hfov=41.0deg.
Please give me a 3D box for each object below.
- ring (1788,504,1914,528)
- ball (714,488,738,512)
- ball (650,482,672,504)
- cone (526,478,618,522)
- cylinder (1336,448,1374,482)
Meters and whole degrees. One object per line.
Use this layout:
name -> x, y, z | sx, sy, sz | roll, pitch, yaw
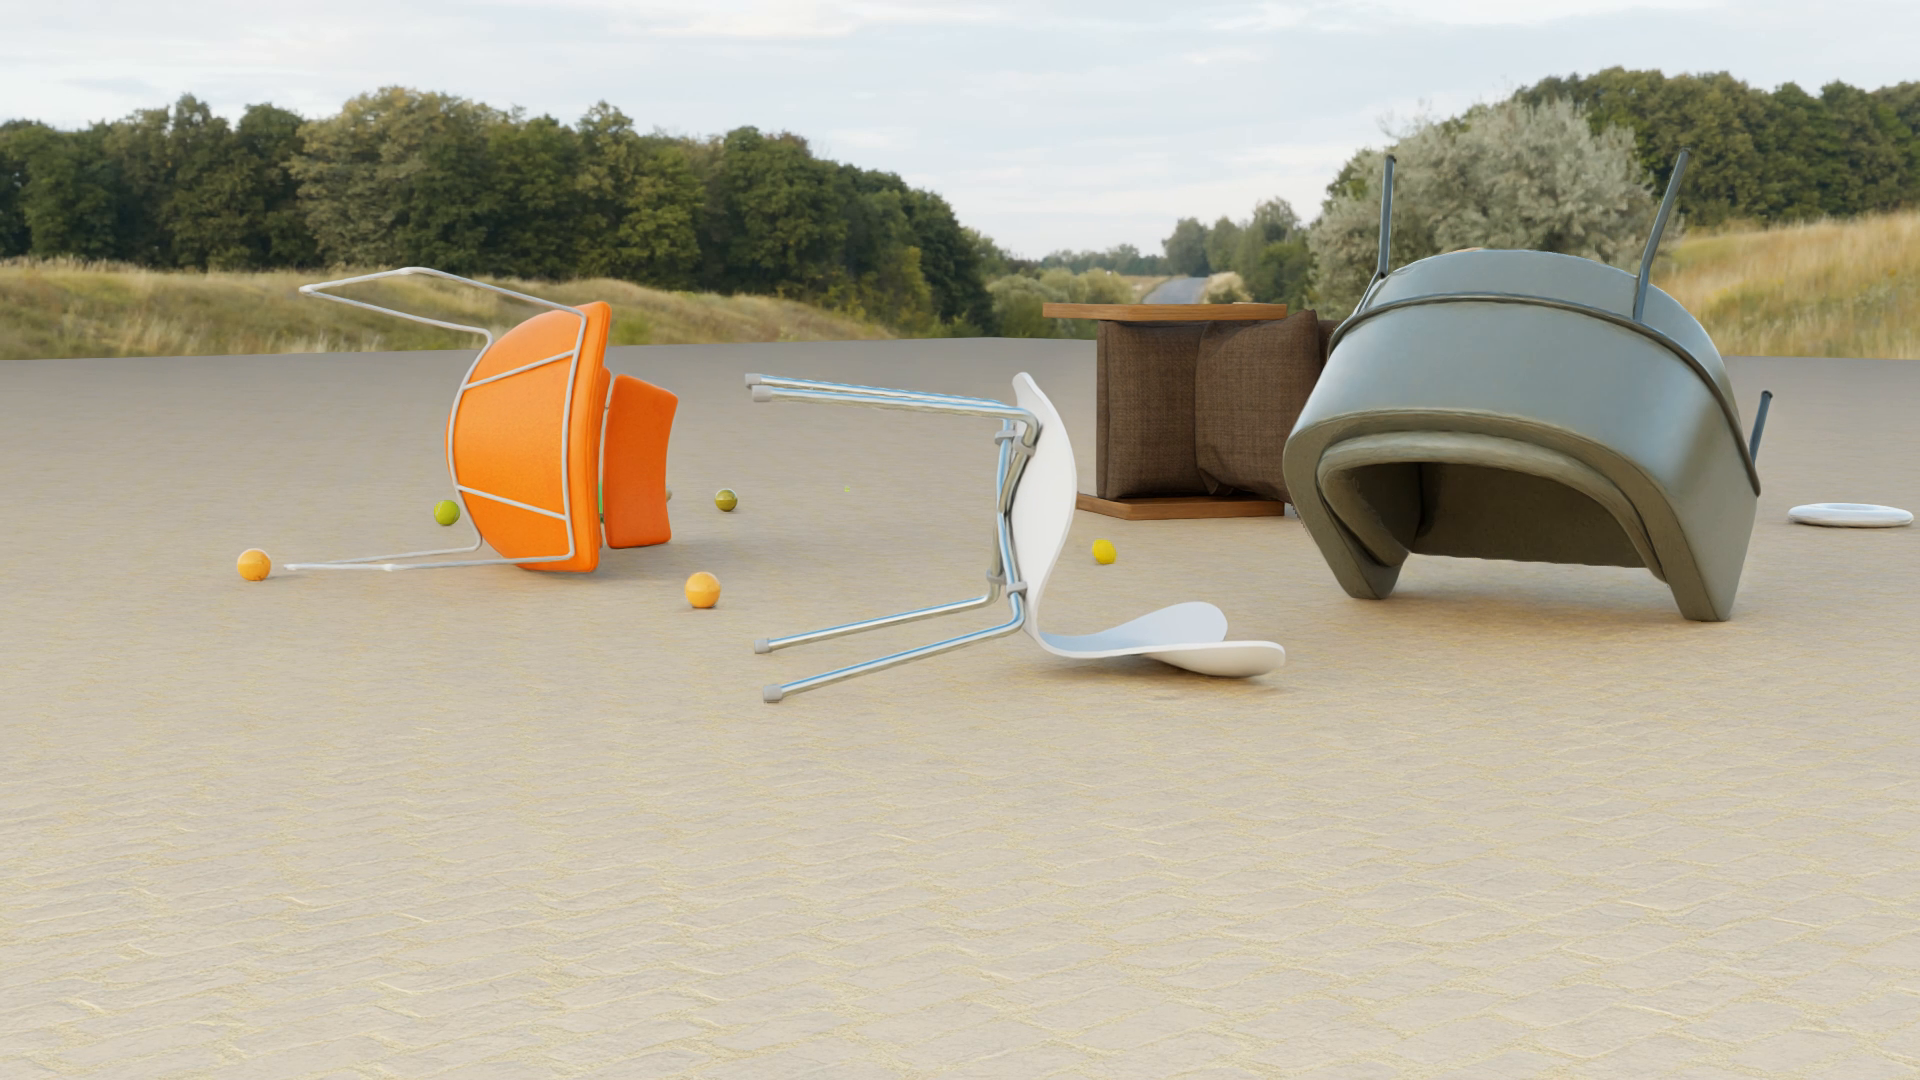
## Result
ring -> 2.371, -0.065, 6.832 | 0.315, 0.045, 0.322 | -2, 7, -25
ball -> -0.654, -0.112, 7.179 | 0.064, 0.064, 0.064 | 0, 6, 0
ball -> -0.863, -0.134, 7.403 | 0.064, 0.064, 0.064 | 0, 6, 0
cone -> -1.059, -0.079, 6.889 | 0.241, 0.106, 0.151 | -15, -25, 8
cylinder -> 1.281, -0.245, 8.327 | 0.109, 0.085, 0.219 | 40, 14, 8
